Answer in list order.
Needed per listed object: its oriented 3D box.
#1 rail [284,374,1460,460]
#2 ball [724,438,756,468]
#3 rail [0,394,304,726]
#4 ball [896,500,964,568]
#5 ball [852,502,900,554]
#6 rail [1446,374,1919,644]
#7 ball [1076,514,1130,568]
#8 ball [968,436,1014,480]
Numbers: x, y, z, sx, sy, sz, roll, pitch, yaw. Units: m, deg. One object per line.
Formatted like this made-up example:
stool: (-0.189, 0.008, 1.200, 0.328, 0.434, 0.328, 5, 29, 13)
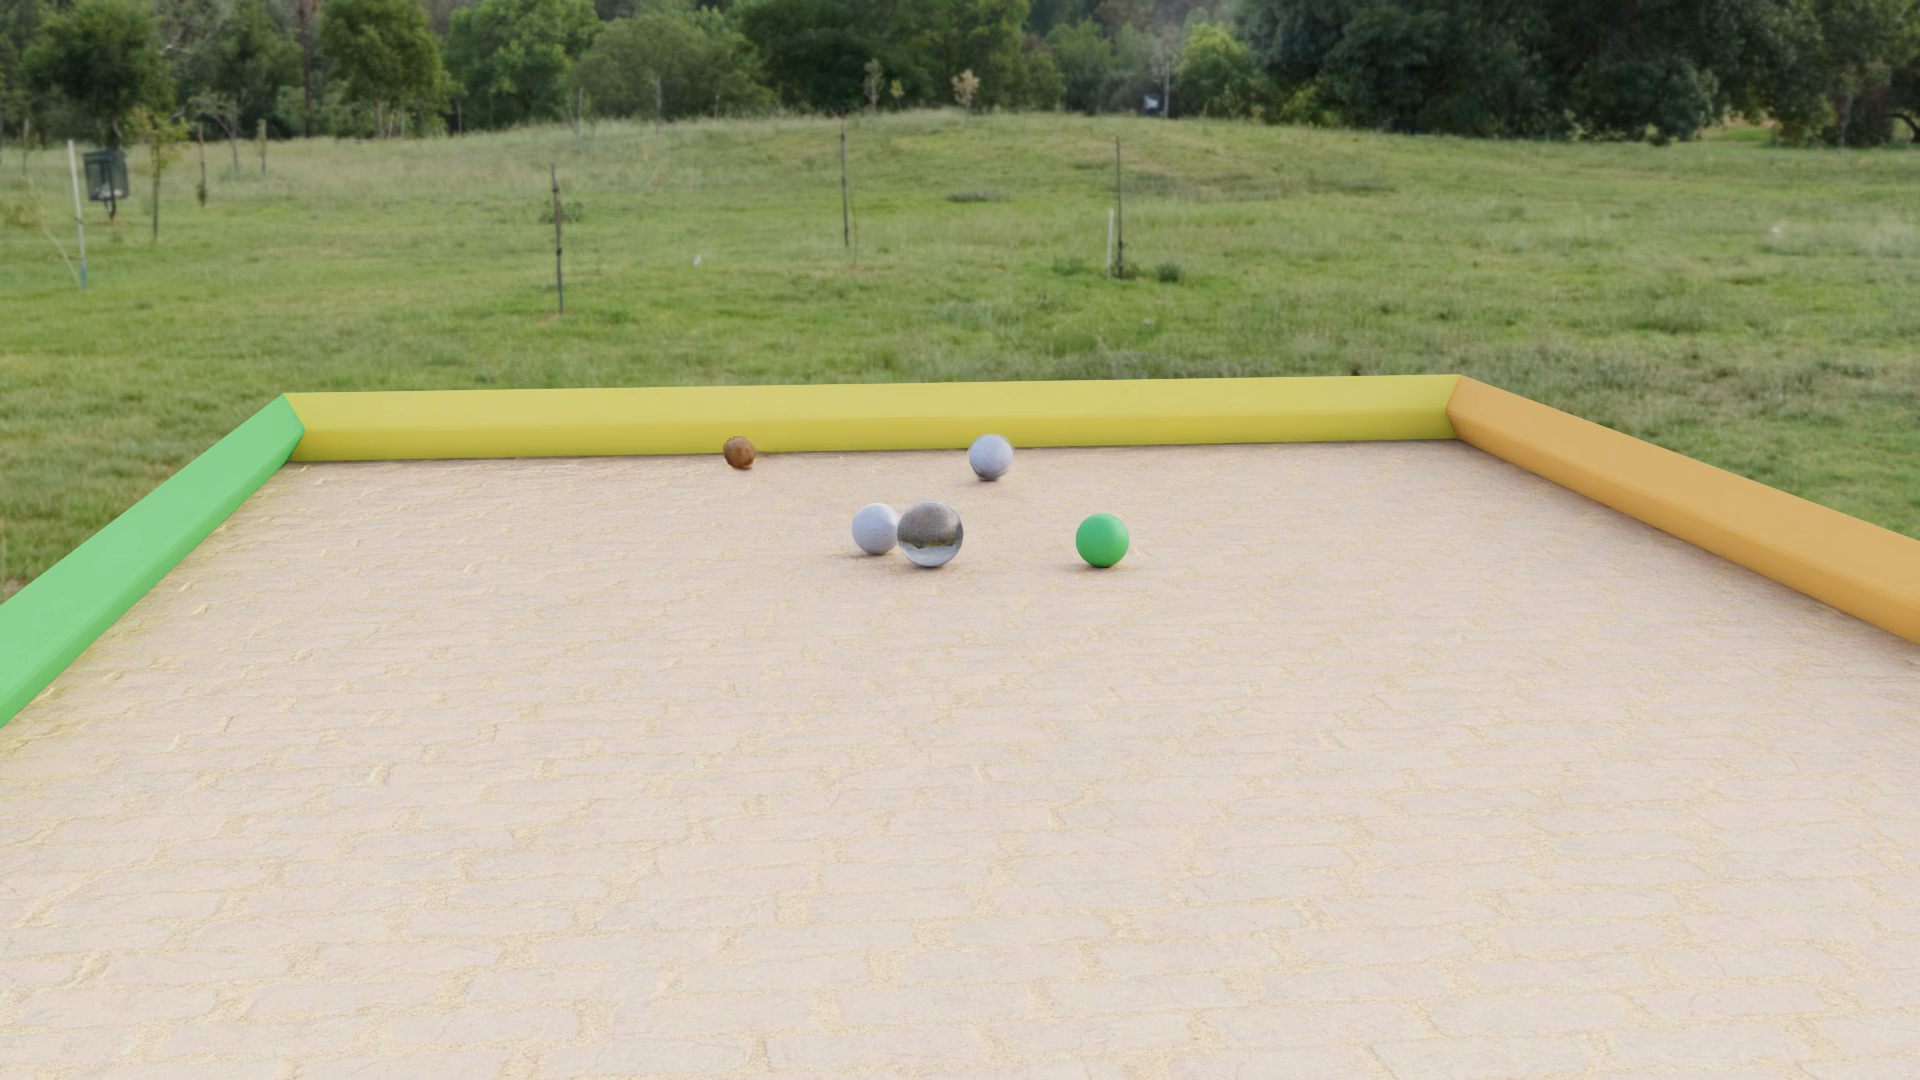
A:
rail: (-0.132, -0.236, 4.270, 2.301, 0.128, 0.045, -1, 12, -7)
ball: (-0.409, -0.162, 4.084, 0.057, 0.057, 0.057, 0, 12, 0)
rail: (-0.983, 0.223, 2.010, 0.045, 0.128, 4.417, -1, 12, -7)
ball: (-0.044, -0.009, 3.230, 0.099, 0.099, 0.099, 0, 12, 0)
ball: (-0.125, -0.017, 3.323, 0.078, 0.078, 0.078, 0, 12, 0)
rail: (1.253, 0.168, 2.280, 0.045, 0.128, 4.417, -1, 12, -7)
ball: (0.209, 0.000, 3.234, 0.079, 0.079, 0.079, 0, 12, 0)
ball: (0.056, -0.150, 3.969, 0.080, 0.080, 0.080, 0, 12, 0)
